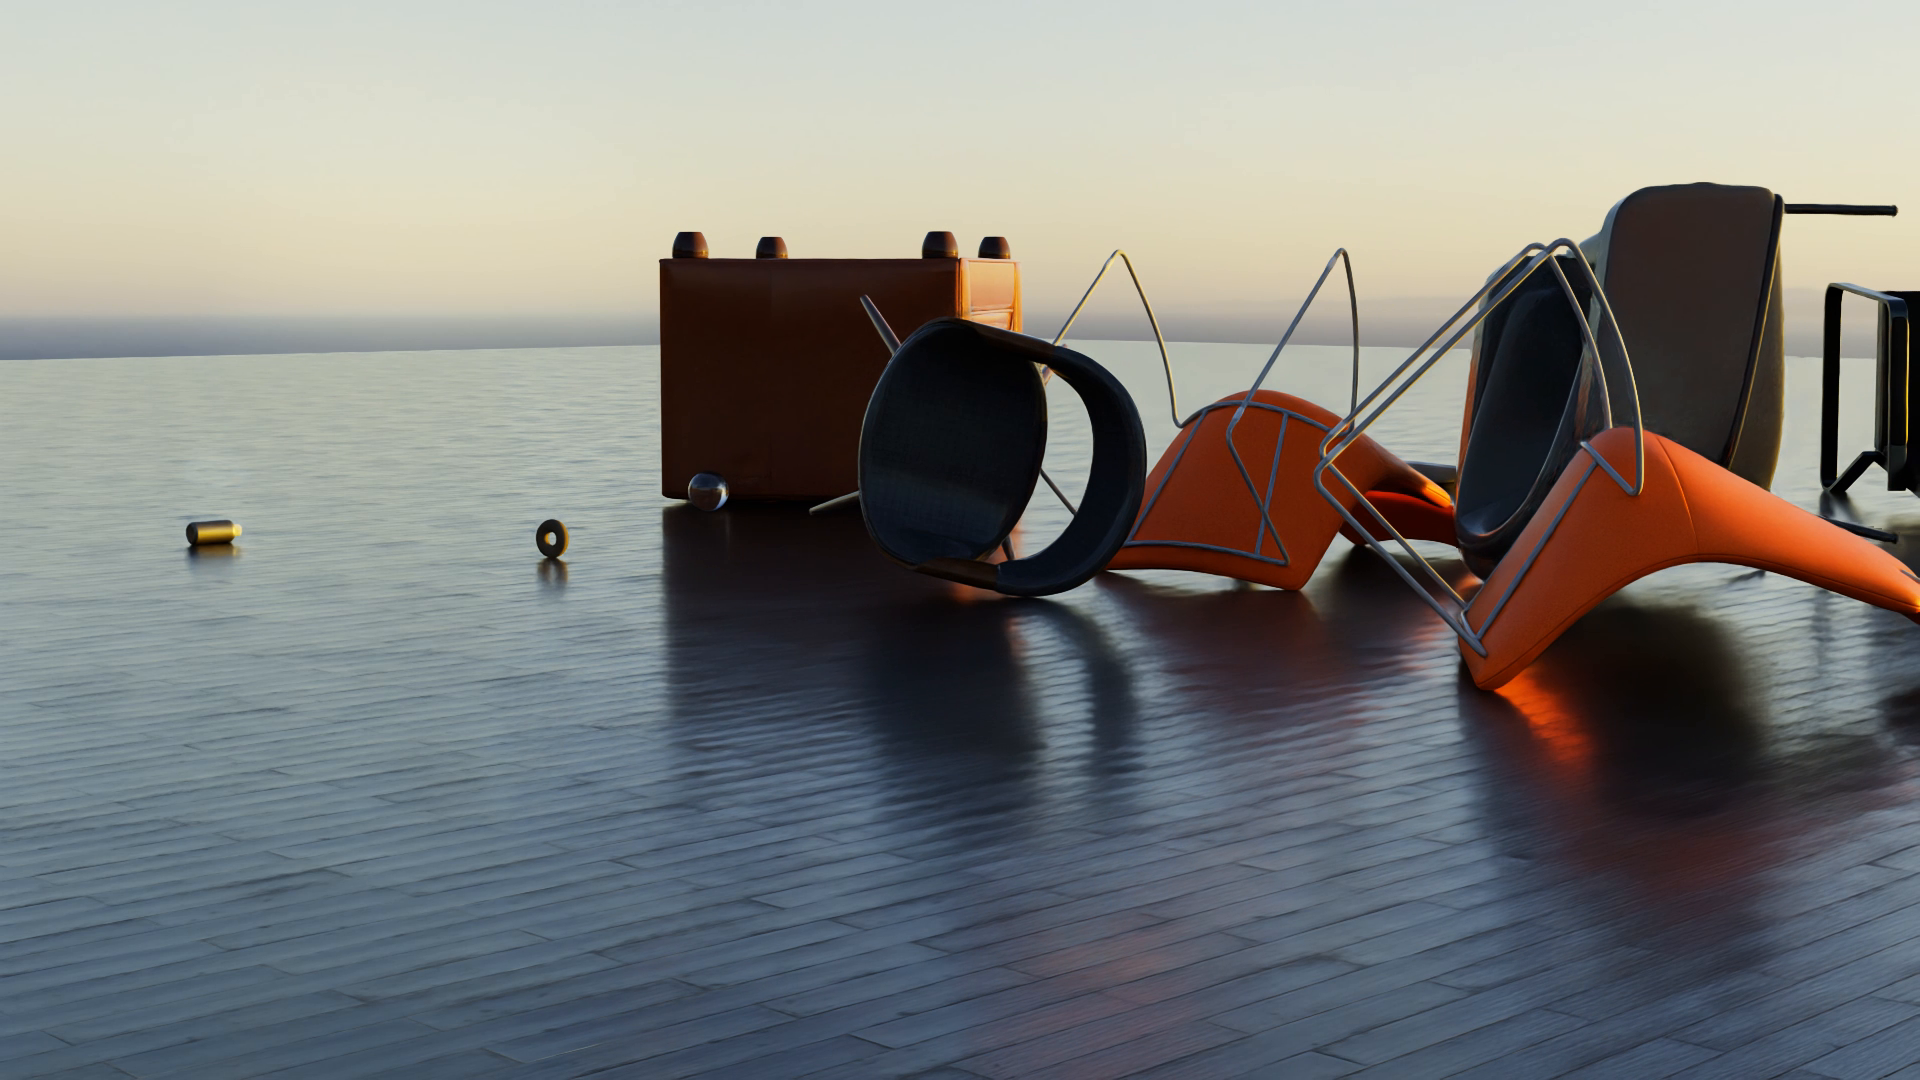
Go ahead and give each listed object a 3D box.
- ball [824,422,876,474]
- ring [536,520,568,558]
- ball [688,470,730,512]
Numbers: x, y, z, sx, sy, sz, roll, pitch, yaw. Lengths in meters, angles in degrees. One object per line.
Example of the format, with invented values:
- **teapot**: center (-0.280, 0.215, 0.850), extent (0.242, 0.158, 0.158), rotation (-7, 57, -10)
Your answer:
- **ball**: center (-0.368, -0.309, 8.574), extent (0.172, 0.172, 0.172), rotation (0, 6, 0)
- **ring**: center (-0.955, -0.003, 6.011), extent (0.102, 0.091, 0.025), rotation (-12, -3, 37)
- **ball**: center (-0.705, -0.138, 7.190), extent (0.115, 0.115, 0.115), rotation (0, 6, 0)
